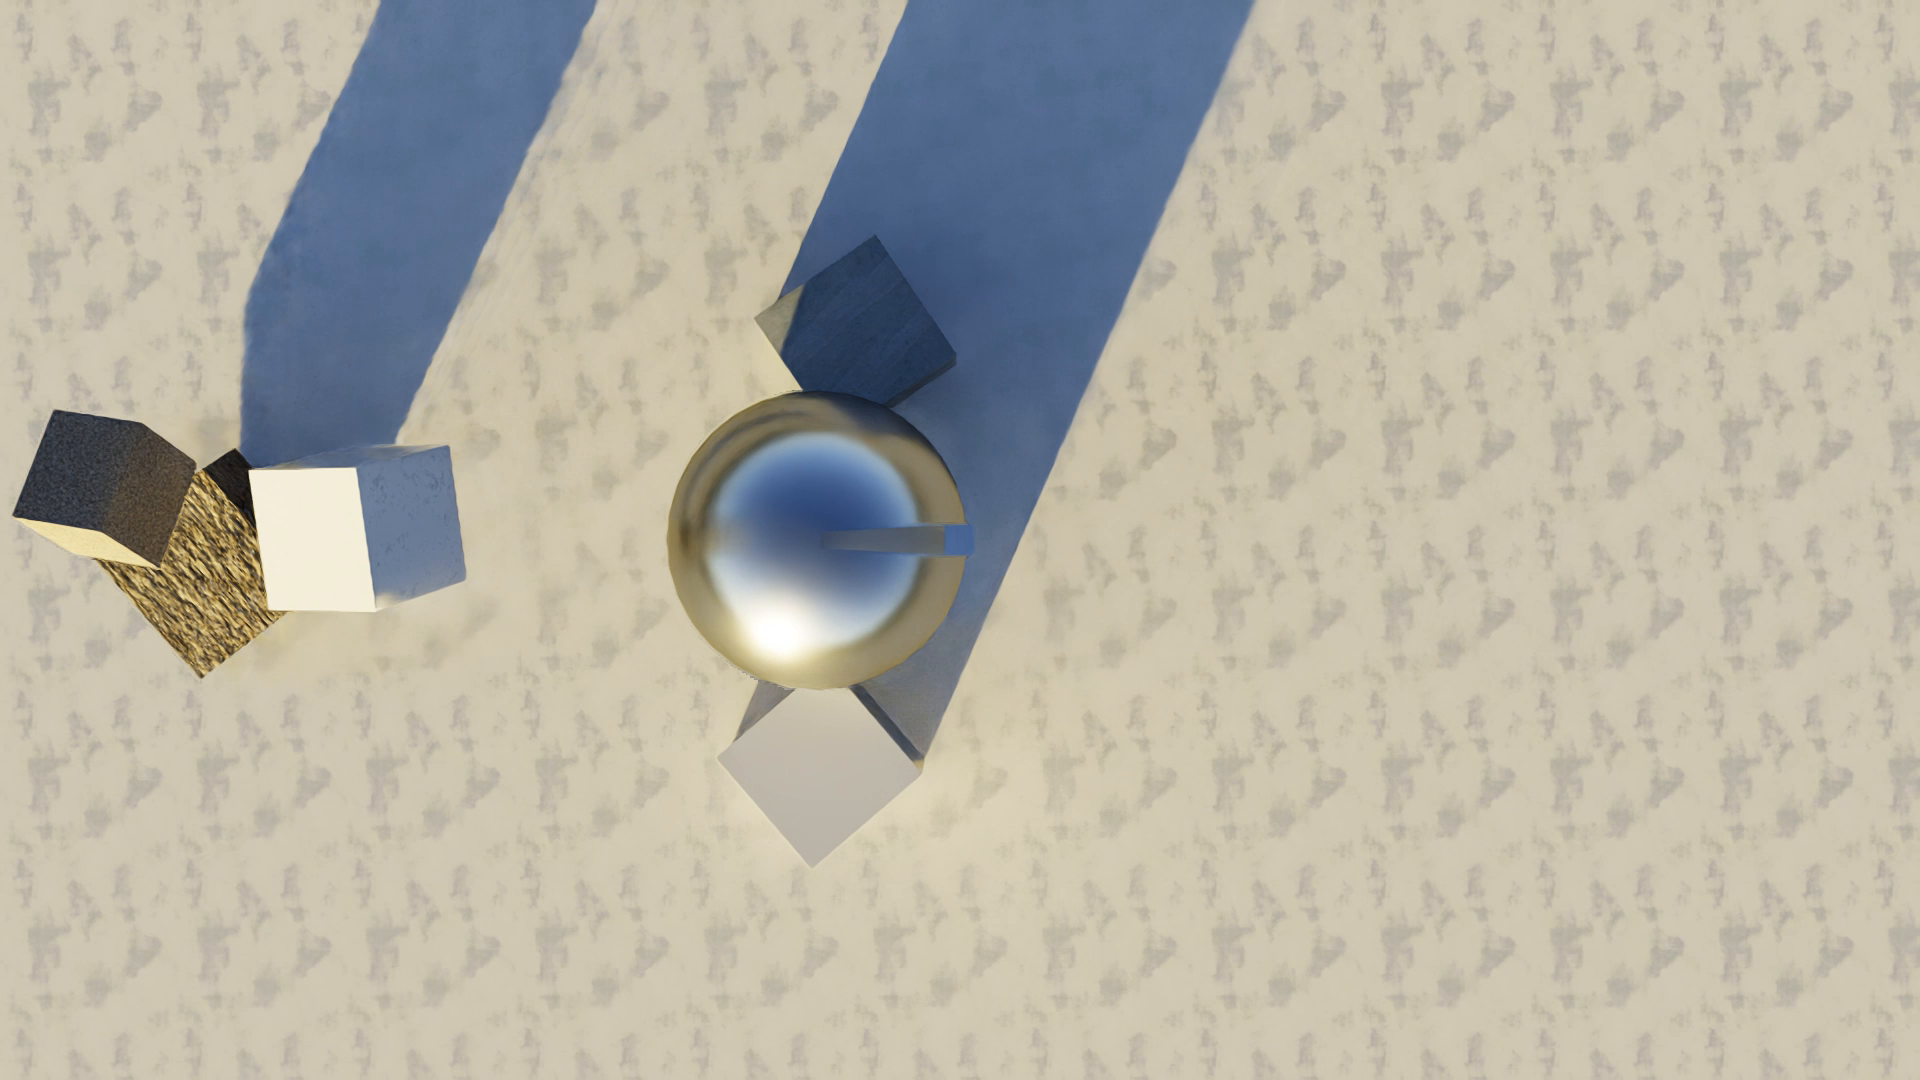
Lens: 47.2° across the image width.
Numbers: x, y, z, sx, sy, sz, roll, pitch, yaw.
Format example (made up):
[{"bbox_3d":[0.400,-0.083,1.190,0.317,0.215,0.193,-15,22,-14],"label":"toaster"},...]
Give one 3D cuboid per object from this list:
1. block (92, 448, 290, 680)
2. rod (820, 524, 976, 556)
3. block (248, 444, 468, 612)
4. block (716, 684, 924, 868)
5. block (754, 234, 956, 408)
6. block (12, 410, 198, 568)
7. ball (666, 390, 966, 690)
[{"bbox_3d":[-4.215,0.119,12.502,0.782,0.803,0.893,-37,102,2],"label":"block"},{"bbox_3d":[-0.329,0.000,8.358,0.080,5.200,0.080,0,90,-7],"label":"rod"},{"bbox_3d":[-3.059,-0.069,11.213,0.688,0.718,0.716,0,101,26],"label":"block"},{"bbox_3d":[-0.779,1.249,12.581,0.808,0.838,0.813,-41,90,0],"label":"block"},{"bbox_3d":[-0.588,-1.142,12.652,0.827,0.696,0.809,-34,90,0],"label":"block"},{"bbox_3d":[-4.491,-0.267,11.574,0.545,0.546,0.610,9,71,16],"label":"block"},{"bbox_3d":[-0.759,0.000,11.730,1.600,1.600,1.600,0,90,0],"label":"ball"}]
